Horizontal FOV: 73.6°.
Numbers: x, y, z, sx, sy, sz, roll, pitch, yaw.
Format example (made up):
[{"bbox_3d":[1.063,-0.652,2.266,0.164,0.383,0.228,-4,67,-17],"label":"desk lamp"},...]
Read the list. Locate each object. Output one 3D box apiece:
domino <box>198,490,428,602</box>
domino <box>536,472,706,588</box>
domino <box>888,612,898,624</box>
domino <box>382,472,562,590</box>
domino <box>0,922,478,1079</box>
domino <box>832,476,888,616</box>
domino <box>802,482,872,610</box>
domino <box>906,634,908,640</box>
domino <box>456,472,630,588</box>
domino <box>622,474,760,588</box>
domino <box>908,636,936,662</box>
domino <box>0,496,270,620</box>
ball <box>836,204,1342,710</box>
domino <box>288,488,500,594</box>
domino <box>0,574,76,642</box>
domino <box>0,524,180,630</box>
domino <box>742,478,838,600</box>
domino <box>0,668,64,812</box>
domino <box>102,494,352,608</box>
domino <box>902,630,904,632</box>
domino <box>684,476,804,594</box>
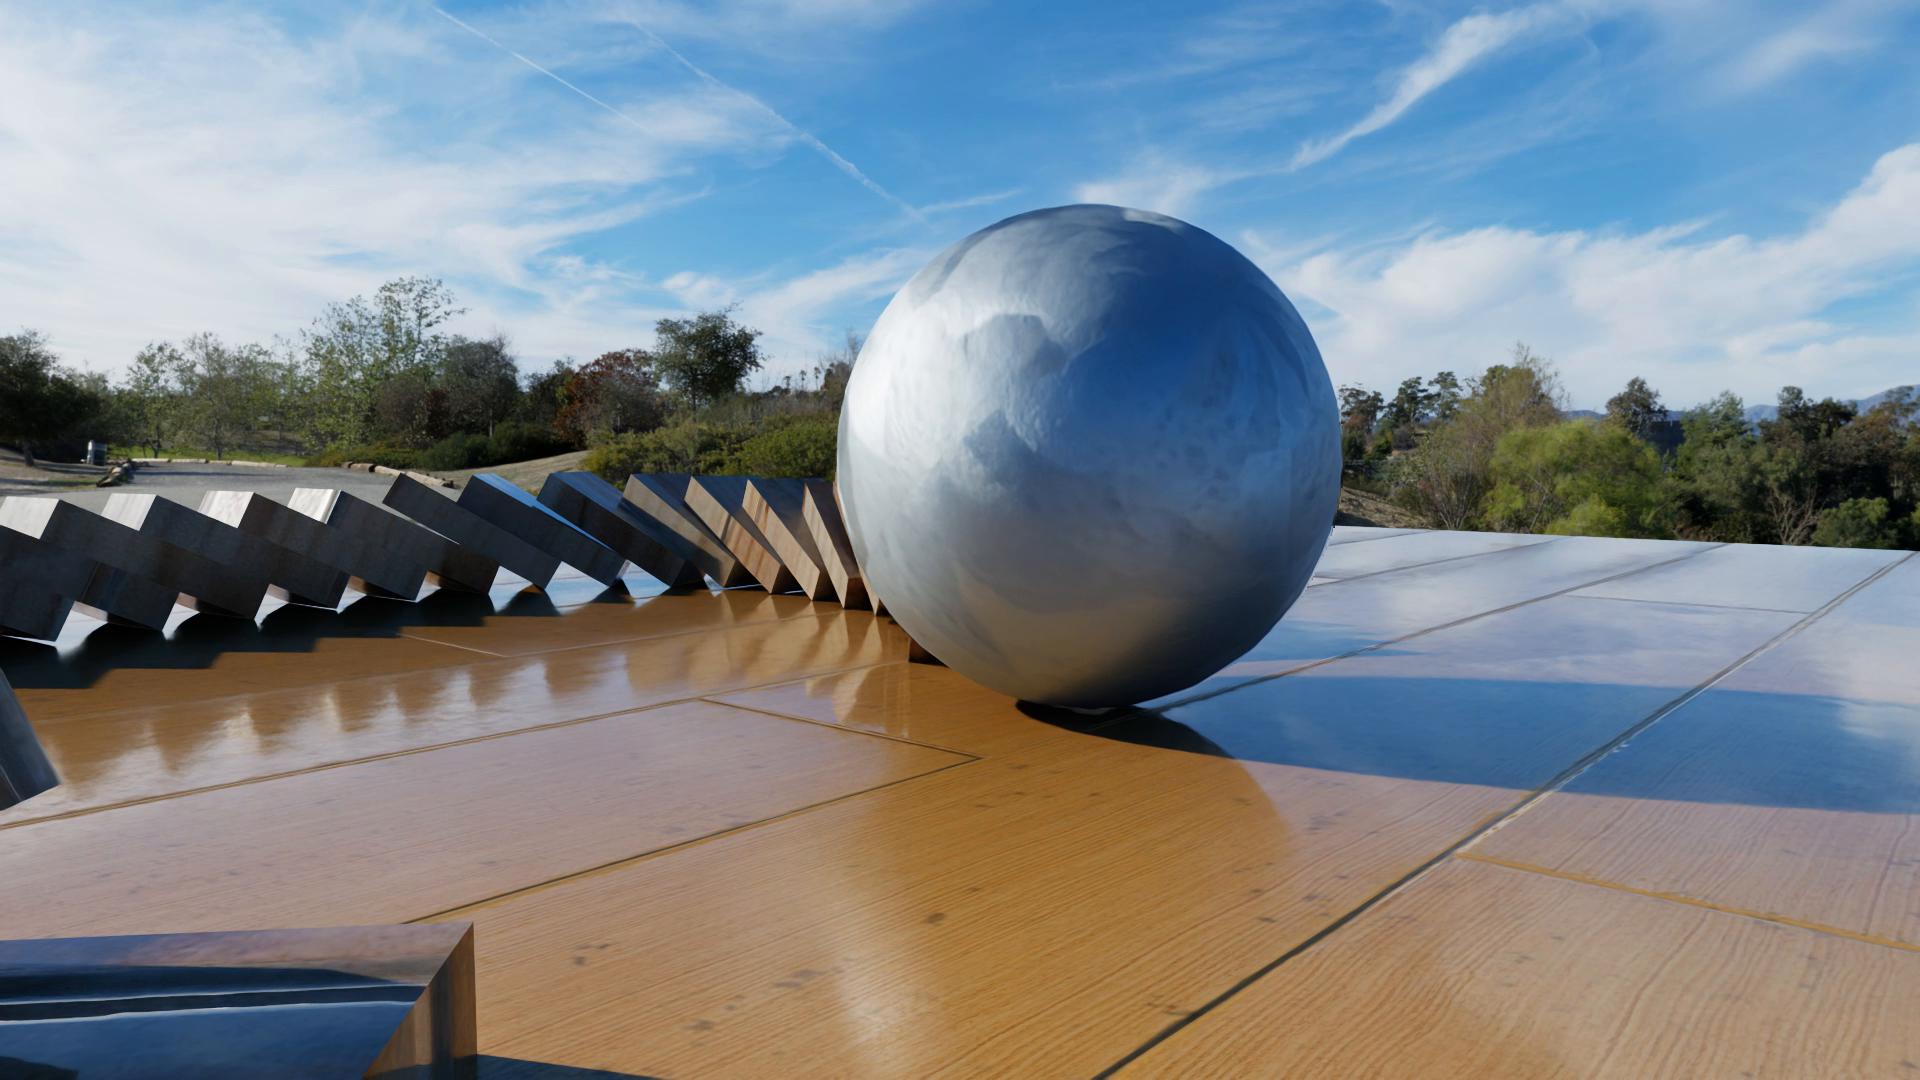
[{"bbox_3d":[-0.169,0.002,0.336,0.025,0.009,0.050,3,-21,37],"label":"domino"},{"bbox_3d":[-0.102,-0.004,0.395,0.050,0.010,0.025,32,9,7],"label":"domino"},{"bbox_3d":[-0.006,-0.002,0.319,0.025,0.010,0.050,0,47,-6],"label":"domino"},{"bbox_3d":[-0.143,-0.003,0.377,0.050,0.009,0.025,32,-9,-22],"label":"domino"},{"bbox_3d":[-0.057,0.032,0.074,0.050,0.009,0.025,0,4,-6],"label":"domino"},{"bbox_3d":[-0.015,-0.001,0.336,0.025,0.010,0.050,-2,41,-21],"label":"domino"},{"bbox_3d":[-0.025,0.000,0.352,0.025,0.009,0.050,-2,32,-21],"label":"domino"},{"bbox_3d":[0.000,-0.001,0.292,0.025,0.050,0.009,0,-40,-5],"label":"domino"},{"bbox_3d":[-0.124,-0.003,0.389,0.050,0.009,0.025,30,0,-8],"label":"domino"},{"bbox_3d":[-0.078,-0.004,0.395,0.050,0.010,0.025,36,21,27],"label":"domino"},{"bbox_3d":[0.001,0.002,0.265,0.025,0.050,0.009,0,-40,-6],"label":"domino"},{"bbox_3d":[-0.193,0.005,0.300,0.025,0.009,0.050,3,-21,32],"label":"domino"},{"bbox_3d":[0.020,-0.013,0.207,0.080,0.080,0.080,0,4,0],"label":"ball"},{"bbox_3d":[-0.156,0.001,0.354,0.025,0.009,0.050,3,-21,38],"label":"domino"},{"bbox_3d":[-0.214,0.007,0.261,0.025,0.010,0.050,1,-22,31],"label":"domino"},{"bbox_3d":[-0.203,0.006,0.281,0.025,0.009,0.050,3,-22,32],"label":"domino"},{"bbox_3d":[-0.041,-0.001,0.370,0.025,0.010,0.050,-3,33,-34],"label":"domino"},{"bbox_3d":[-0.082,0.023,0.070,0.050,0.010,0.025,-24,7,-6],"label":"domino"},{"bbox_3d":[-0.182,0.003,0.319,0.025,0.009,0.050,3,-21,37],"label":"domino"},{"bbox_3d":[-0.002,-0.001,0.305,0.025,0.050,0.010,0,-40,-6],"label":"domino"},{"bbox_3d":[-0.059,-0.003,0.384,0.025,0.010,0.050,-3,34,-45],"label":"domino"}]
